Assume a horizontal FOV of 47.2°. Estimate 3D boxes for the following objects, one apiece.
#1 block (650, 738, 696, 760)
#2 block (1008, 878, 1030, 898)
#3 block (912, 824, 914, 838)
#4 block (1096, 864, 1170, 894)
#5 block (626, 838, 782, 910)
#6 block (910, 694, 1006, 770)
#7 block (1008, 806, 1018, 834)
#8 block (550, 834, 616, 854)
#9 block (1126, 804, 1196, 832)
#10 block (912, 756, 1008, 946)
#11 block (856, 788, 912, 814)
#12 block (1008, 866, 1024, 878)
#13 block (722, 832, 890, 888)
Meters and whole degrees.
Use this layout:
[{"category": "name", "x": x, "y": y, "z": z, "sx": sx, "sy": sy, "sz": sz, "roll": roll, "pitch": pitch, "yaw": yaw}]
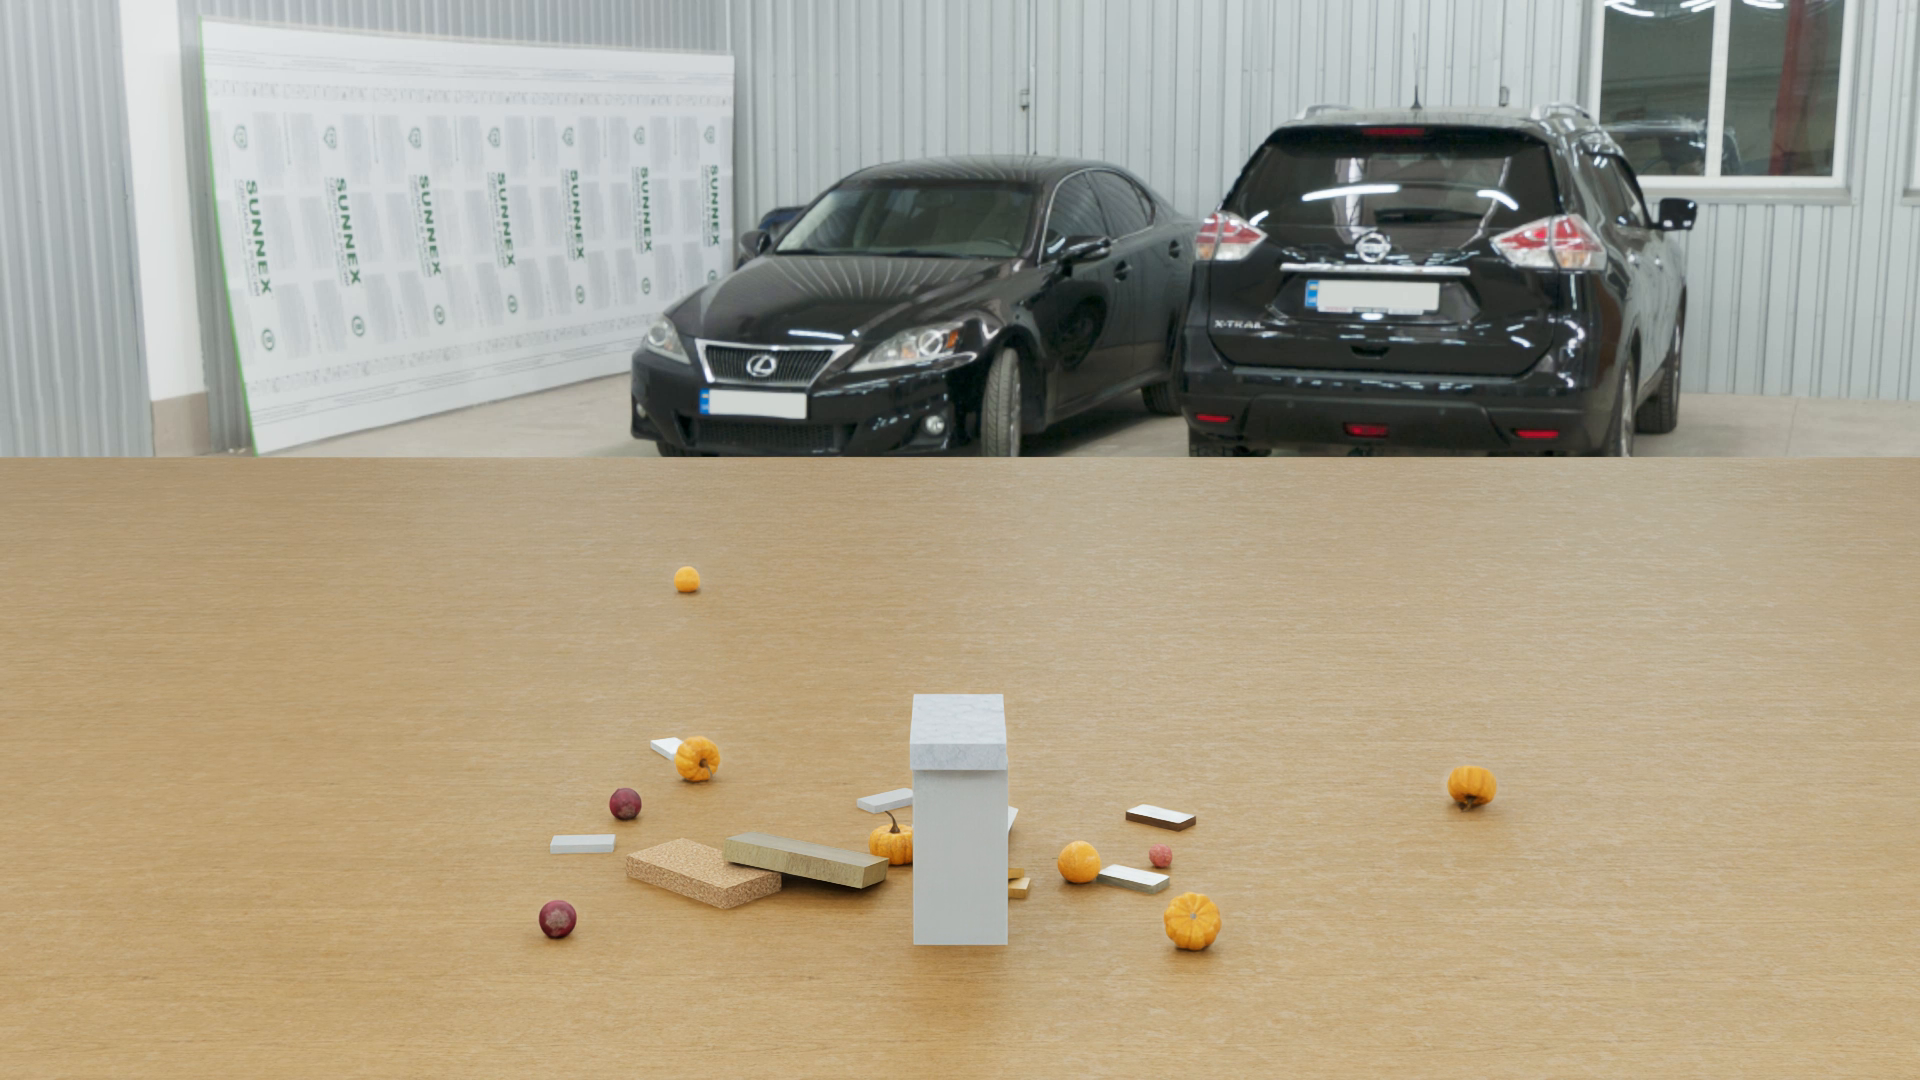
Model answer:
[{"category": "block", "x": -0.587, "y": 0.428, "z": 4.501, "sx": 0.054, "sy": 0.015, "sz": 0.109, "roll": -6, "pitch": 12, "yaw": -30}, {"category": "block", "x": 0.059, "y": 0.580, "z": 3.681, "sx": 0.111, "sy": 0.016, "sz": 0.055, "roll": 2, "pitch": 11, "yaw": 9}, {"category": "block", "x": -0.048, "y": 0.531, "z": 3.875, "sx": 0.058, "sy": 0.016, "sz": 0.116, "roll": -3, "pitch": 17, "yaw": -10}, {"category": "block", "x": 0.292, "y": 0.573, "z": 3.716, "sx": 0.111, "sy": 0.016, "sz": 0.055, "roll": 7, "pitch": 13, "yaw": 35}, {"category": "block", "x": -0.435, "y": 0.562, "z": 3.720, "sx": 0.252, "sy": 0.036, "sz": 0.126, "roll": 9, "pitch": 14, "yaw": 41}, {"category": "block", "x": -0.003, "y": 0.302, "z": 3.490, "sx": 0.147, "sy": 0.042, "sz": 0.294, "roll": 0, "pitch": 11, "yaw": 0}, {"category": "block", "x": 0.022, "y": 0.510, "z": 3.901, "sx": 0.126, "sy": 0.036, "sz": 0.252, "roll": 19, "pitch": 13, "yaw": 6}, {"category": "block", "x": -0.668, "y": 0.539, "z": 3.901, "sx": 0.109, "sy": 0.015, "sz": 0.054, "roll": -1, "pitch": 11, "yaw": -3}, {"category": "block", "x": 0.370, "y": 0.511, "z": 4.048, "sx": 0.116, "sy": 0.016, "sz": 0.058, "roll": 8, "pitch": 13, "yaw": 37}, {"category": "block", "x": 0.001, "y": 0.485, "z": 3.430, "sx": 0.147, "sy": 0.294, "sz": 0.042, "roll": 0, "pitch": 10, "yaw": 0}, {"category": "block", "x": -0.132, "y": 0.492, "z": 4.153, "sx": 0.115, "sy": 0.015, "sz": 0.054, "roll": -9, "pitch": 14, "yaw": -39}, {"category": "block", "x": 0.048, "y": 0.560, "z": 3.720, "sx": 0.111, "sy": 0.016, "sz": 0.055, "roll": -1, "pitch": -5, "yaw": 37}, {"category": "block", "x": -0.260, "y": 0.539, "z": 3.715, "sx": 0.252, "sy": 0.036, "sz": 0.126, "roll": 9, "pitch": 1, "yaw": 17}]
